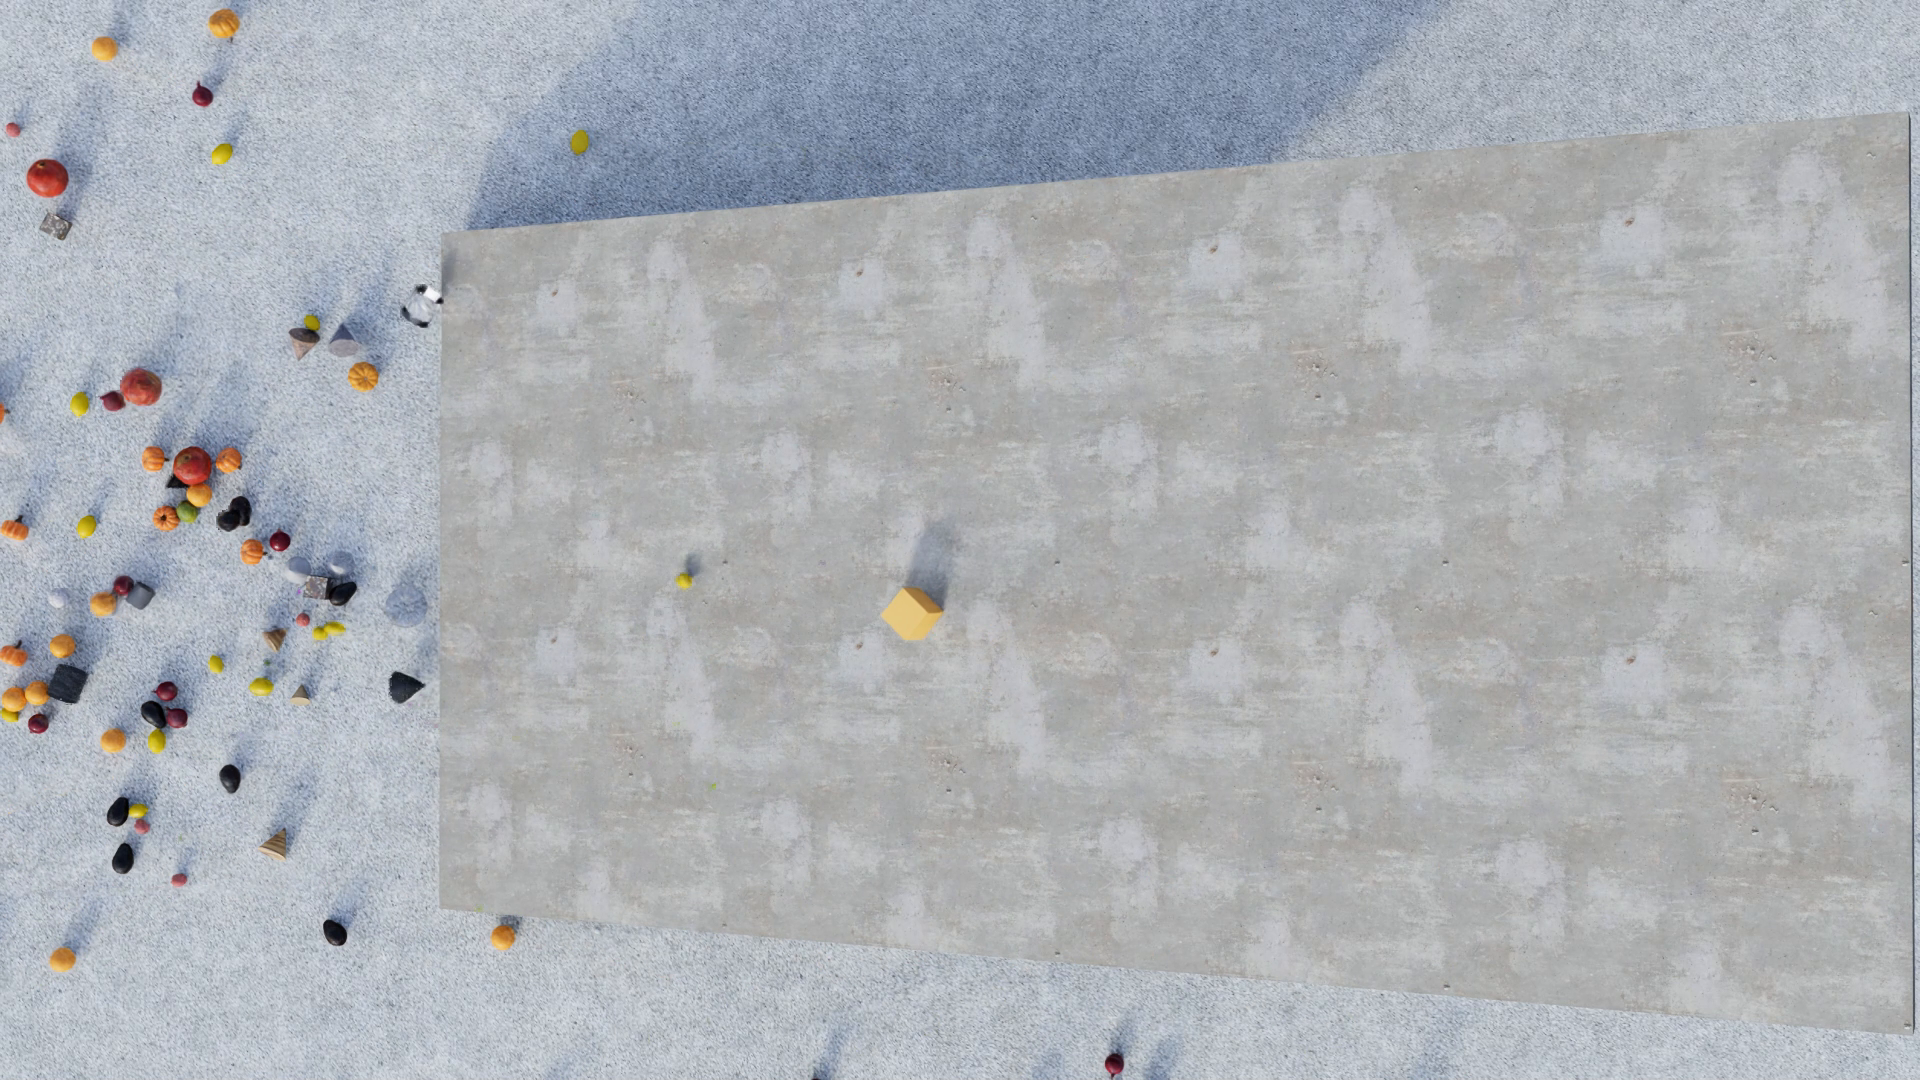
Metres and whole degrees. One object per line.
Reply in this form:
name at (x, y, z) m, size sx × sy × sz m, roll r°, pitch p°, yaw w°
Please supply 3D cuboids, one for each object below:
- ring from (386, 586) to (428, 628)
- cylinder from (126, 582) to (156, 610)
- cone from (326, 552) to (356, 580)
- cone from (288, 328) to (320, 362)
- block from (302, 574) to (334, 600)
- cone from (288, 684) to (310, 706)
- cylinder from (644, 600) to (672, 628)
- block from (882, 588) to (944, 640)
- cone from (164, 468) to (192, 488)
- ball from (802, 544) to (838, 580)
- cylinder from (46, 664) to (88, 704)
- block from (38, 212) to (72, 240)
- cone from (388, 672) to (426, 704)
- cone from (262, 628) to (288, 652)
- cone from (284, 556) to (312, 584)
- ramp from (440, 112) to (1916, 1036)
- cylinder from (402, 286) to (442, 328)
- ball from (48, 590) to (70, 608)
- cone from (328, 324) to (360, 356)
ring at (-1.656, 0.202, 6.577) m, size 0.126 × 0.042 × 0.126 m, roll 0°, pitch 89°, yaw 1°
cylinder at (-2.447, 0.168, 6.567) m, size 0.061 × 0.061 × 0.061 m, roll 36°, pitch 89°, yaw 0°
cone at (-1.858, 0.075, 6.556) m, size 0.085 × 0.085 × 0.085 m, roll 0°, pitch 89°, yaw 0°
cone at (-1.973, -0.573, 6.586) m, size 0.092 × 0.092 × 0.092 m, roll 23°, pitch 116°, yaw 0°
block at (-1.916, 0.141, 6.565) m, size 0.066 × 0.066 × 0.066 m, roll 8°, pitch 89°, yaw 0°
cone at (-1.972, 0.455, 6.581) m, size 0.060 × 0.060 × 0.060 m, roll 3°, pitch 58°, yaw 0°
cylinder at (-0.841, 0.205, 6.167) m, size 0.078 × 0.078 × 0.078 m, roll 0°, pitch 89°, yaw 2°
block at (-0.124, 0.194, 5.764) m, size 0.097 × 0.097 × 0.097 m, roll 45°, pitch 108°, yaw 19°
cone at (-2.335, -0.171, 6.587) m, size 0.067 × 0.067 × 0.067 m, roll 25°, pitch 89°, yaw -26°
ball at (-0.376, 0.060, 5.936) m, size 0.100 × 0.100 × 0.100 m, roll 0°, pitch 89°, yaw 0°
cylinder at (-2.658, 0.429, 6.550) m, size 0.091 × 0.091 × 0.091 m, roll 22°, pitch 89°, yaw 0°
block at (-2.706, -0.938, 6.581) m, size 0.058 × 0.058 × 0.058 m, roll 28°, pitch 89°, yaw 0°
cone at (-1.625, 0.434, 6.530) m, size 0.098 × 0.098 × 0.098 m, roll -8°, pitch 89°, yaw 24°
cone at (-2.040, 0.285, 6.581) m, size 0.070 × 0.070 × 0.070 m, roll 47°, pitch 63°, yaw 0°
cone at (-1.987, 0.090, 6.558) m, size 0.082 × 0.082 × 0.082 m, roll 0°, pitch 89°, yaw 0°
ramp at (0.281, 0.080, 5.677) m, size 4.000 × 0.100 × 2.000 m, roll 0°, pitch 89°, yaw 26°
cylinder at (-1.587, -0.689, 6.489) m, size 0.088 × 0.088 × 0.088 m, roll 39°, pitch 111°, yaw 0°
ball at (-2.691, 0.176, 6.569) m, size 0.057 × 0.057 × 0.057 m, roll 0°, pitch 89°, yaw 0°
cone at (-1.848, -0.613, 6.586) m, size 0.092 × 0.092 × 0.092 m, roll -11°, pitch 63°, yaw 0°
